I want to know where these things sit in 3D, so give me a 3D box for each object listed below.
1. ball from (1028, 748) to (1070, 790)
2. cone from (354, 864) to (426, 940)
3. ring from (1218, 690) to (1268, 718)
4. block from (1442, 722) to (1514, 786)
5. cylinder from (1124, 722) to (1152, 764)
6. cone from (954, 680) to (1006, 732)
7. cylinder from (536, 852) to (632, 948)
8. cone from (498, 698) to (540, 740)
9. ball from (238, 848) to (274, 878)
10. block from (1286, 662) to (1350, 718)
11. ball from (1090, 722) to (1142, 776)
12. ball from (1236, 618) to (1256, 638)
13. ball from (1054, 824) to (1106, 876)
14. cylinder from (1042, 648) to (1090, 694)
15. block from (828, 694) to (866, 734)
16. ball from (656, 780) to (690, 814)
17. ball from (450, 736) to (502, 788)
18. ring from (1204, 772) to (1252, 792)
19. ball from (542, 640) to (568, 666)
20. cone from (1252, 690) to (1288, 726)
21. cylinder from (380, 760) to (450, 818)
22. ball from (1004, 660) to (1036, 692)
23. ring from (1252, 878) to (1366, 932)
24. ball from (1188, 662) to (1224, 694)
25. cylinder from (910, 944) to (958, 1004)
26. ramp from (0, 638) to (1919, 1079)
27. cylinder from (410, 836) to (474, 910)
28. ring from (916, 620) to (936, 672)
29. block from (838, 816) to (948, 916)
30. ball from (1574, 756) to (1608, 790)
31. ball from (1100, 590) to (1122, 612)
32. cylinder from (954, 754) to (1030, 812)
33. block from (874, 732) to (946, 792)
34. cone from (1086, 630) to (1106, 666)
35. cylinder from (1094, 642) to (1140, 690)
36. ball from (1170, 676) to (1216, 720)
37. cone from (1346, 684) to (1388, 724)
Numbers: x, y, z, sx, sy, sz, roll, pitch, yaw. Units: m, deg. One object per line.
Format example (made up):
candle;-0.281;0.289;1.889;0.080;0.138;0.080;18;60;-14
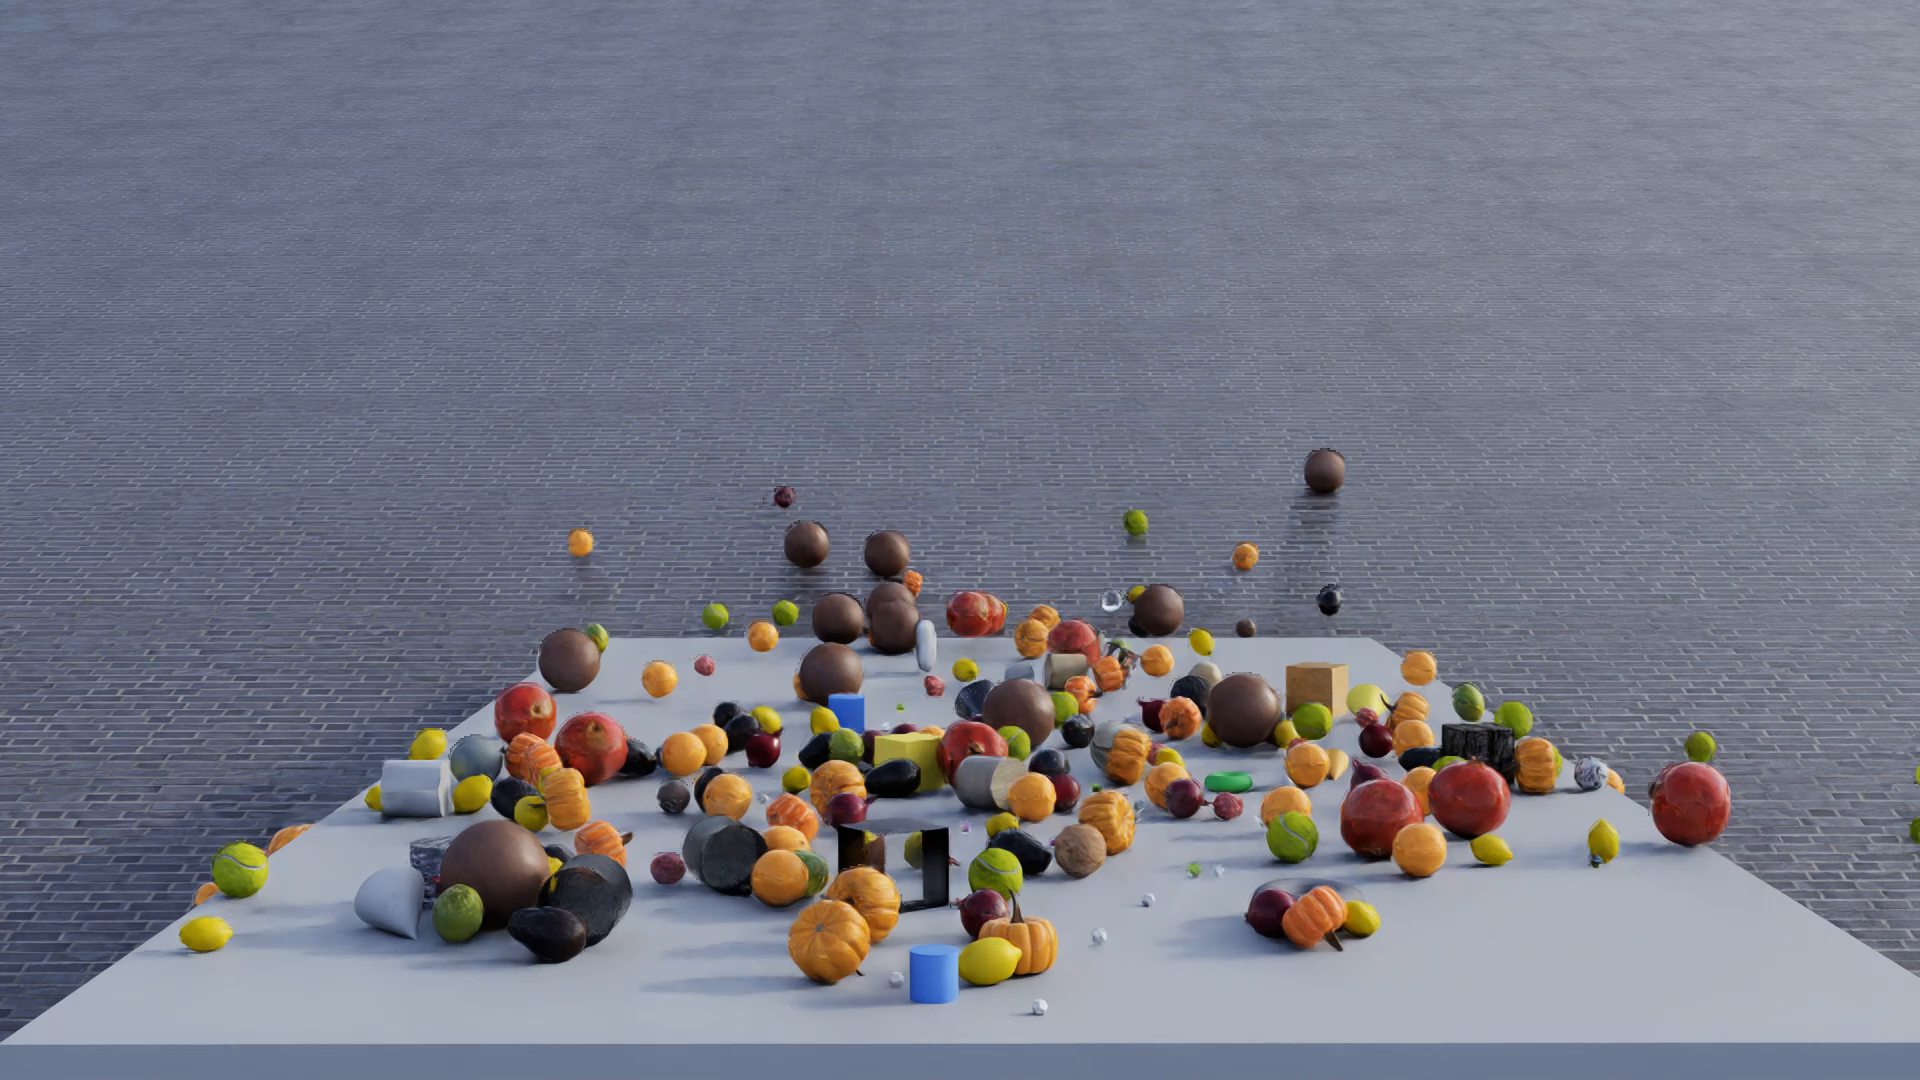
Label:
ball;0.143;0.366;4.111;0.066;0.066;0.066;0;20;0
cone;-0.658;0.446;3.034;0.089;0.089;0.089;-12;36;-30
ring;0.570;0.321;5.022;0.131;0.044;0.131;-1;4;0
block;0.844;0.349;4.189;0.089;0.089;0.089;-1;4;-11
cylinder;0.282;0.348;4.337;0.074;0.074;0.074;6;3;15
cone;0.049;0.333;4.824;0.099;0.099;0.099;-5;31;-12
cylinder;-0.439;0.421;3.003;0.094;0.094;0.094;1;4;3
cone;-0.812;0.344;4.712;0.079;0.079;0.079;-1;30;-4
ball;-1.479;0.700;5.431;0.095;0.095;0.095;0;20;0
block;0.702;0.293;5.038;0.095;0.095;0.095;2;4;29
ball;0.259;0.346;4.259;0.088;0.088;0.088;0;20;0
ball;0.753;0.233;6.771;0.055;0.055;0.055;0;20;0
ball;0.159;0.409;3.388;0.069;0.069;0.069;0;20;0
cylinder;0.221;0.276;5.383;0.076;0.076;0.076;26;21;-3
block;-0.211;0.324;4.788;0.066;0.066;0.066;0;4;0
ball;-0.433;0.388;3.882;0.050;0.050;0.050;0;20;0
ball;-0.778;0.357;4.130;0.082;0.082;0.082;0;20;0
ring;0.429;0.387;4.101;0.077;0.026;0.077;0;5;0
ball;-0.929;0.260;5.897;0.058;0.058;0.058;0;20;0
cone;0.605;0.334;4.891;0.071;0.071;0.071;-6;32;-17
cylinder;-0.815;0.372;3.847;0.087;0.087;0.087;0;20;0
ball;0.126;0.287;5.401;0.065;0.065;0.065;0;20;0
ring;0.420;0.440;3.090;0.139;0.046;0.139;0;5;0
ball;0.508;0.288;5.315;0.072;0.072;0.072;0;20;0
cylinder;-0.028;0.460;2.720;0.052;0.052;0.052;0;4;0
ramp;0.047;0.423;4.534;2.000;0.100;4.000;0;4;0
cylinder;-0.646;0.416;3.207;0.078;0.078;0.078;0;4;0
ring;-0.075;0.235;5.730;0.039;0.116;0.116;-3;20;5
block;-0.083;0.406;3.204;0.098;0.098;0.098;-3;5;-38
ball;1.006;0.373;4.096;0.054;0.054;0.054;0;20;0
ball;0.410;0.164;6.952;0.060;0.060;0.060;0;20;0
cylinder;0.049;0.369;3.904;0.081;0.081;0.081;-19;12;-42
block;-0.081;0.357;4.128;0.081;0.081;0.081;-3;5;-40
cone;0.324;0.247;5.901;0.082;0.082;0.082;0;4;0
cylinder;0.331;0.267;5.439;0.077;0.077;0.077;21;3;-1
ball;0.447;0.304;4.939;0.087;0.087;0.087;0;20;0
cone;0.778;0.331;4.916;0.079;0.079;0.079;3;31;9
